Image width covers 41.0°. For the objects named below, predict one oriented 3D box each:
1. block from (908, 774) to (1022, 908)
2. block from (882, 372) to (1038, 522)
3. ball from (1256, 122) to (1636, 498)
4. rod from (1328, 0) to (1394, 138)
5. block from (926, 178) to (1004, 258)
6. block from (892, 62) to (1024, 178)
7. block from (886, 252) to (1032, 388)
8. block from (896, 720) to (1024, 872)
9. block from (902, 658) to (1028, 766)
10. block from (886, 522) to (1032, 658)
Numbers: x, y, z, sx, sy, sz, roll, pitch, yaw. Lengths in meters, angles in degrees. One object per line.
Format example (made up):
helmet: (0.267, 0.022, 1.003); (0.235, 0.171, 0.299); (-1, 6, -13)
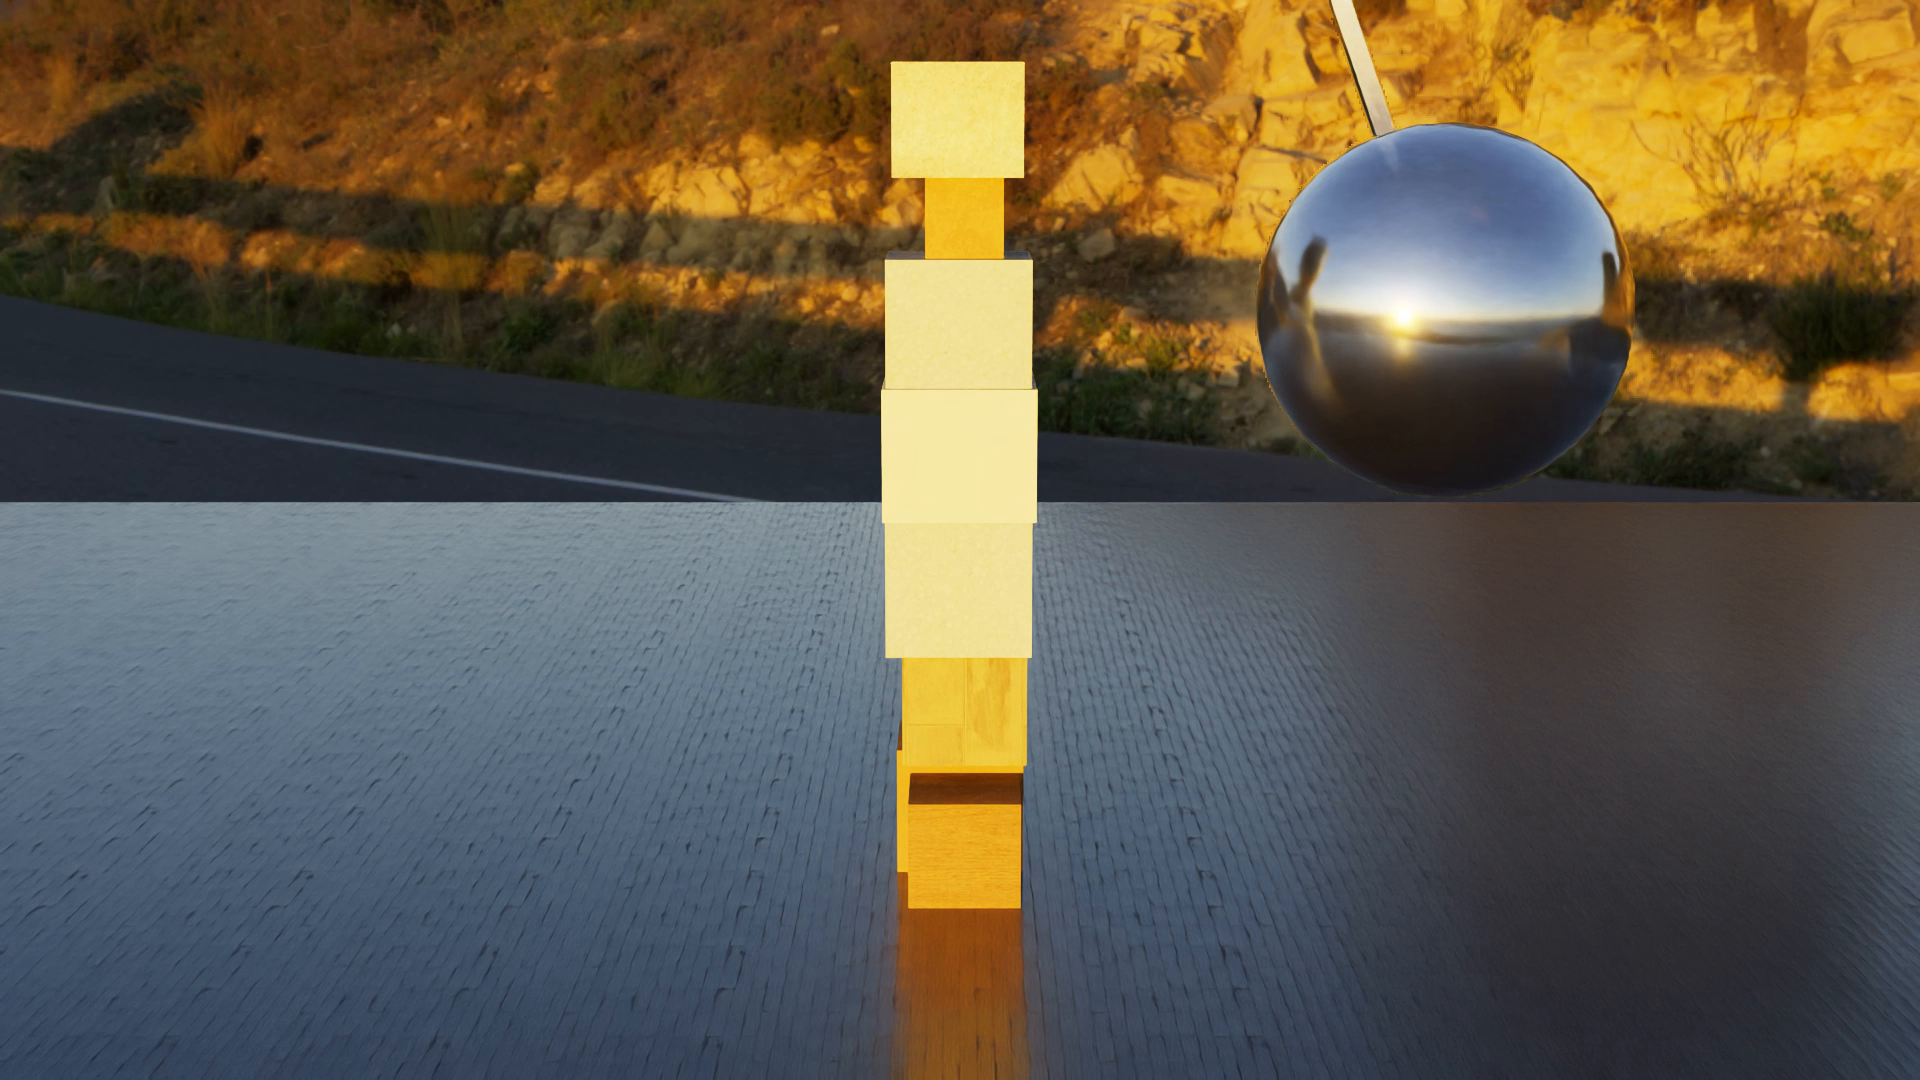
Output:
block: (0.019, 1.300, 11.137); (0.479, 0.457, 0.496); (0, 10, 0)
block: (-0.002, -0.408, 11.106); (0.653, 0.565, 0.641); (0, 10, 0)
ball: (2.074, -0.982, 11.002); (1.600, 1.600, 1.600); (0, 10, 0)
rod: (0.899, -4.121, 10.431); (0.080, 5.200, 0.080); (-20, 10, 4)
block: (0.019, -1.383, 10.929); (0.329, 0.341, 0.367); (0, 10, 0)
block: (-0.009, -1.783, 10.856); (0.546, 0.471, 0.593); (0, 10, 0)
block: (-0.005, -0.951, 11.007); (0.614, 0.539, 0.545); (0, 10, 0)
block: (0.001, 1.156, 11.648); (0.558, 0.557, 0.540); (0, 10, 0)
block: (0.020, 0.686, 11.305); (0.536, 0.491, 0.537); (0, 10, 0)
block: (-0.005, 0.157, 11.209); (0.622, 0.584, 0.650); (0, 10, 0)
